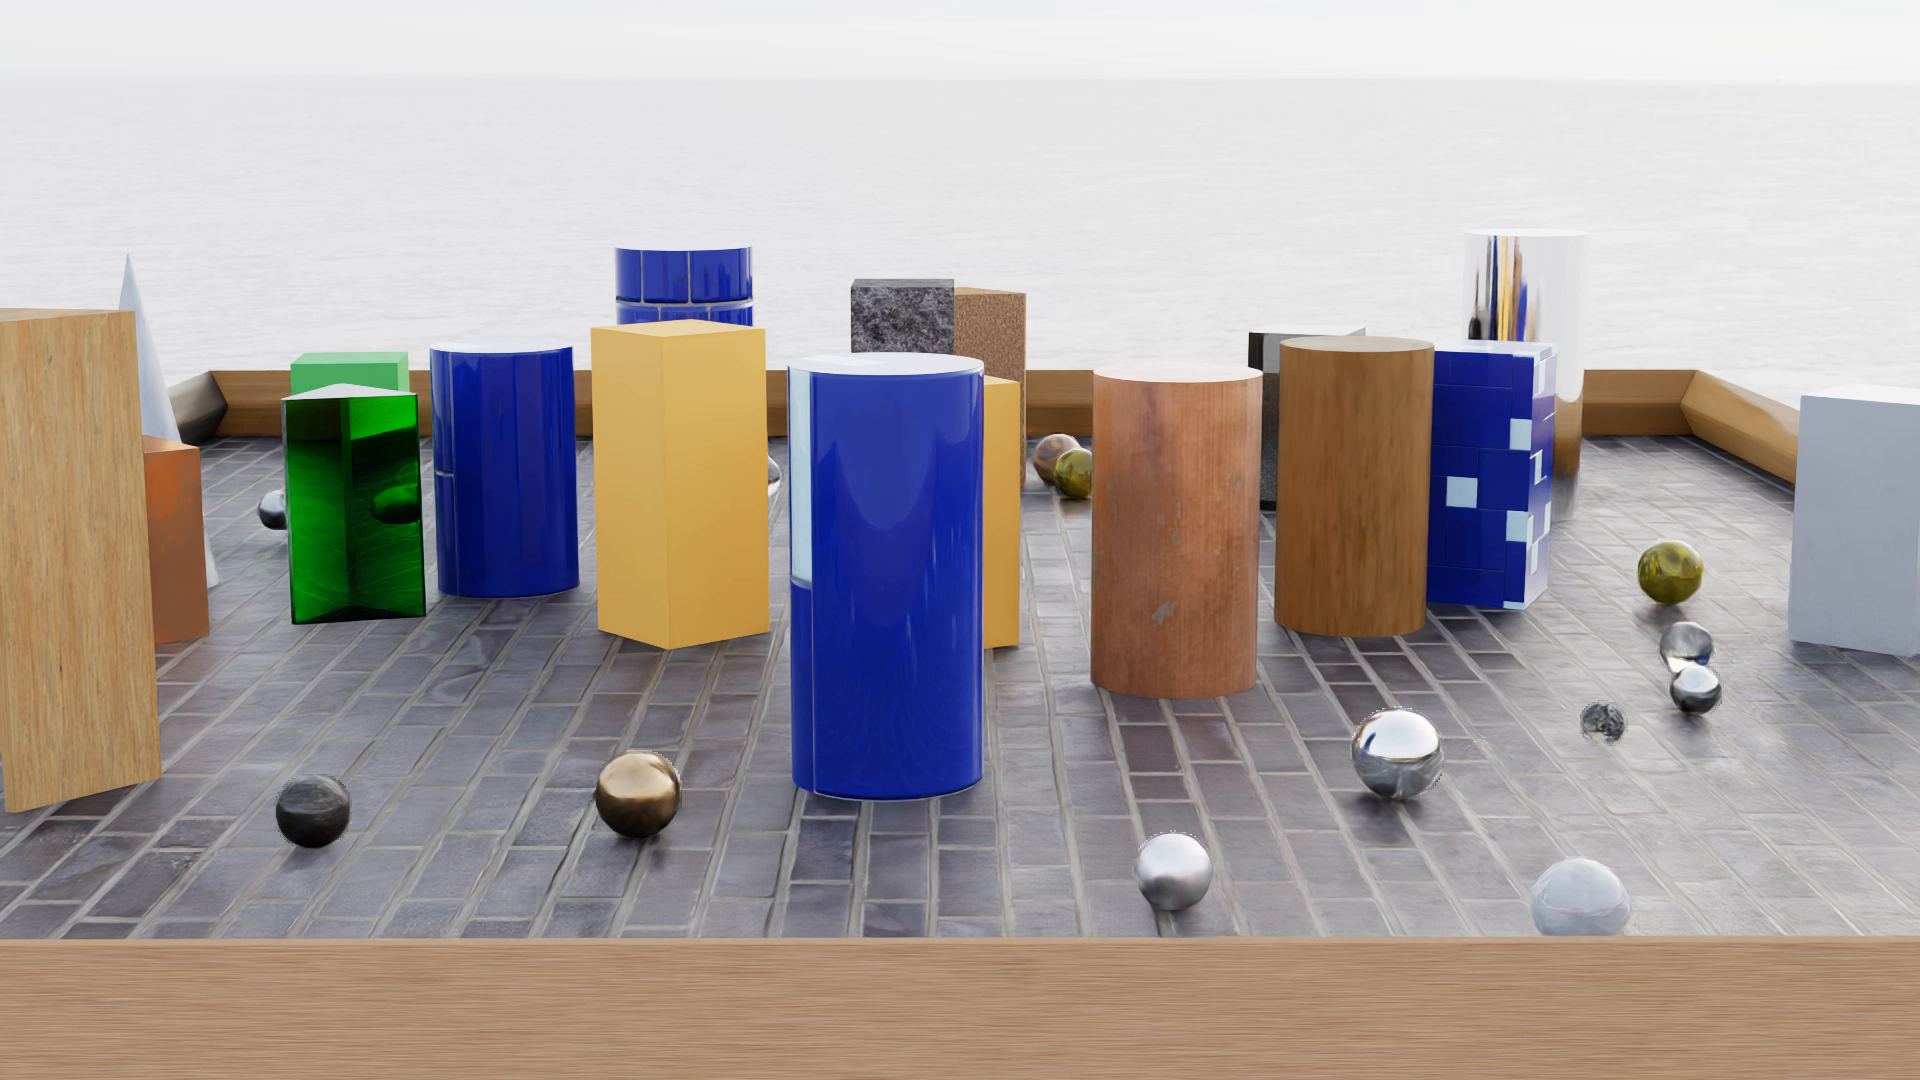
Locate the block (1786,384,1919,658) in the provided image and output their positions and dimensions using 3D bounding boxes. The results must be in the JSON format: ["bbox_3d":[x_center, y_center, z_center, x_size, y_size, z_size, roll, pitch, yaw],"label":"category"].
[{"bbox_3d":[1.175,-0.030,3.281,0.159,0.316,0.159,9,14,39],"label":"block"}]

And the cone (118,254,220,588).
[{"bbox_3d":[-1.157,-0.170,3.609,0.199,0.473,0.199,0,10,0],"label":"cone"}]

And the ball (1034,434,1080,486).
[{"bbox_3d":[0.173,-0.141,4.506,0.090,0.090,0.090,0,10,0],"label":"ball"}]

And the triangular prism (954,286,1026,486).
[{"bbox_3d":[0.016,-0.272,4.534,0.173,0.338,0.150,-2,11,-10],"label":"triangular prism"}]

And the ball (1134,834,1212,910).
[{"bbox_3d":[0.186,0.290,2.239,0.067,0.067,0.067,0,10,0],"label":"ball"}]

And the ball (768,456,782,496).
[{"bbox_3d":[-0.343,-0.108,4.362,0.077,0.077,0.077,0,10,0],"label":"ball"}]

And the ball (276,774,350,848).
[{"bbox_3d":[-0.610,0.256,2.418,0.069,0.069,0.069,0,10,0],"label":"ball"}]

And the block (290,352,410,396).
[{"bbox_3d":[-0.943,-0.144,3.994,0.159,0.282,0.159,-1,11,-6],"label":"block"}]

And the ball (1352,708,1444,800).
[{"bbox_3d":[0.440,0.215,2.578,0.091,0.091,0.091,0,10,0],"label":"ball"}]

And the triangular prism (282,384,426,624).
[{"bbox_3d":[-0.821,-0.053,3.456,0.173,0.299,0.150,-3,11,-18],"label":"triangular prism"}]

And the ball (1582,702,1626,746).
[{"bbox_3d":[0.698,0.200,2.783,0.046,0.046,0.046,0,10,0],"label":"ball"}]

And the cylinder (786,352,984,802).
[{"bbox_3d":[-0.075,0.033,2.630,0.199,0.430,0.199,0,10,0],"label":"cylinder"}]

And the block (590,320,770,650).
[{"bbox_3d":[-0.361,-0.077,3.315,0.159,0.396,0.159,-9,14,-41],"label":"block"}]

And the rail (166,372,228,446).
[{"bbox_3d":[-1.456,0.035,3.440,0.045,0.129,3.380,0,10,0],"label":"rail"}]

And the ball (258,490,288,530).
[{"bbox_3d":[-1.047,-0.045,3.940,0.062,0.062,0.062,0,10,0],"label":"ball"}]

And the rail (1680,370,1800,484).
[{"bbox_3d":[1.456,0.032,3.457,0.045,0.129,3.380,0,10,0],"label":"rail"}]

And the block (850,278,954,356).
[{"bbox_3d":[-0.089,-0.213,4.069,0.159,0.390,0.159,0,10,0],"label":"block"}]

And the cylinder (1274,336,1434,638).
[{"bbox_3d":[0.517,-0.074,3.376,0.199,0.370,0.199,0,10,0],"label":"cylinder"}]

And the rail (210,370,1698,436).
[{"bbox_3d":[-0.010,-0.270,5.087,2.960,0.129,0.045,0,10,0],"label":"rail"}]

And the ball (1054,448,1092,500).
[{"bbox_3d":[0.202,-0.113,4.361,0.087,0.087,0.087,0,10,0],"label":"ball"}]

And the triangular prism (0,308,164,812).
[{"bbox_3d":[-0.940,0.011,2.602,0.150,0.484,0.173,9,14,39],"label":"triangular prism"}]

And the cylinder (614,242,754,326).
[{"bbox_3d":[-0.399,-0.194,3.745,0.199,0.470,0.199,0,10,0],"label":"cylinder"}]

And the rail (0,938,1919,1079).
[{"bbox_3d":[0.010,0.336,1.810,2.960,0.129,0.045,0,10,0],"label":"rail"}]

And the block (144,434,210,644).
[{"bbox_3d":[-1.084,0.002,3.304,0.159,0.246,0.159,-9,14,-41],"label":"block"}]

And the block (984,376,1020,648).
[{"bbox_3d":[-0.034,-0.037,3.269,0.159,0.336,0.159,-6,12,-30],"label":"block"}]

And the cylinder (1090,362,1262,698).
[{"bbox_3d":[0.256,-0.015,3.053,0.199,0.371,0.199,0,10,0],"label":"cylinder"}]

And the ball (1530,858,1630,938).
[{"bbox_3d":[0.514,0.304,2.128,0.080,0.080,0.080,0,10,0],"label":"ball"}]

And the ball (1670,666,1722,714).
[{"bbox_3d":[0.836,0.170,2.915,0.056,0.056,0.056,0,10,0],"label":"ball"}]

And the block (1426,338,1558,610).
[{"bbox_3d":[0.724,-0.095,3.551,0.159,0.347,0.159,5,11,23],"label":"block"}]

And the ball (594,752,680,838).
[{"bbox_3d":[-0.308,0.243,2.451,0.082,0.082,0.082,0,10,0],"label":"ball"}]

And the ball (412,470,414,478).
[{"bbox_3d":[-0.976,-0.114,4.387,0.079,0.079,0.079,0,10,0],"label":"ball"}]

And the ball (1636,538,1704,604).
[{"bbox_3d":[0.972,0.043,3.511,0.089,0.089,0.089,0,10,0],"label":"ball"}]

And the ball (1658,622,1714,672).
[{"bbox_3d":[0.879,0.131,3.105,0.065,0.065,0.065,0,10,0],"label":"ball"}]

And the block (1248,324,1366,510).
[{"bbox_3d":[0.578,-0.205,4.288,0.159,0.295,0.159,4,11,21],"label":"block"}]

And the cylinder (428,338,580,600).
[{"bbox_3d":[-0.640,-0.104,3.615,0.199,0.342,0.199,0,10,0],"label":"cylinder"}]

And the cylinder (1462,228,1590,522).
[{"bbox_3d":[0.919,-0.272,4.198,0.199,0.460,0.199,0,10,0],"label":"cylinder"}]
